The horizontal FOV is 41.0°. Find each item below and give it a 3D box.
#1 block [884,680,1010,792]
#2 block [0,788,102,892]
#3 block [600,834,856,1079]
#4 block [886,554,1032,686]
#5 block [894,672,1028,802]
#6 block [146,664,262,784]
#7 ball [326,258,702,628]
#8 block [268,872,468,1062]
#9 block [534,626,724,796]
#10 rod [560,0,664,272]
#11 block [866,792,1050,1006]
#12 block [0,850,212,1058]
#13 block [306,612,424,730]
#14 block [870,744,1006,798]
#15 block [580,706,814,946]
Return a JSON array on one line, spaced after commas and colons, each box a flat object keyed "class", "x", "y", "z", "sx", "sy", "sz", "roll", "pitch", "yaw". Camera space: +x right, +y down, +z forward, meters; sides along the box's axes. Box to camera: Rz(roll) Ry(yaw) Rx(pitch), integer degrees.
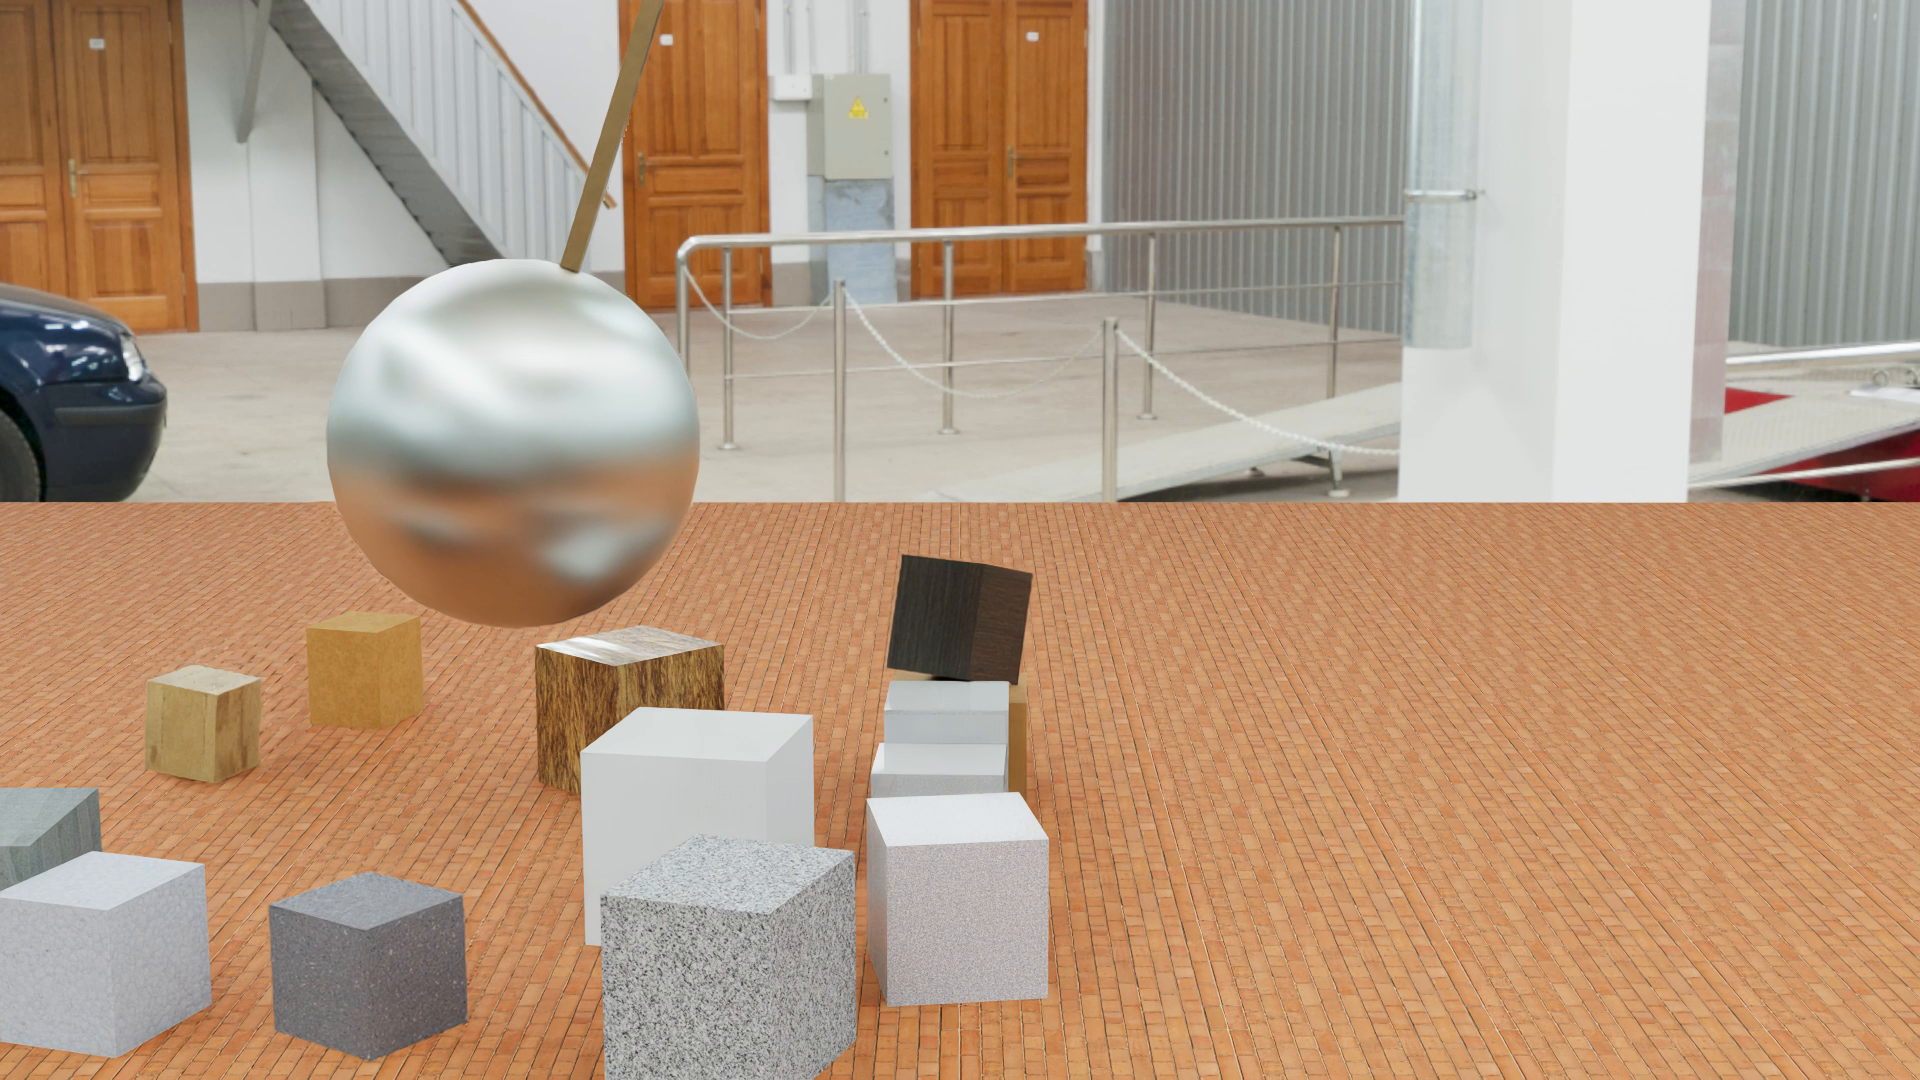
[{"class": "block", "x": -0.057, "y": 1.039, "z": 12.084, "sx": 0.571, "sy": 0.632, "sz": 0.575, "roll": 0, "pitch": 10, "yaw": 1}, {"class": "block", "x": -3.845, "y": 1.397, "z": 10.044, "sx": 0.721, "sy": 0.657, "sz": 0.801, "roll": 0, "pitch": 10, "yaw": 0}, {"class": "block", "x": -0.809, "y": 1.530, "z": 9.130, "sx": 0.634, "sy": 0.724, "sz": 0.762, "roll": 4, "pitch": 11, "yaw": 20}, {"class": "block", "x": 0.001, "y": 0.395, "z": 12.607, "sx": 0.472, "sy": 0.560, "sz": 0.473, "roll": 6, "pitch": -3, "yaw": 32}, {"class": "block", "x": -0.002, "y": 0.983, "z": 12.695, "sx": 0.662, "sy": 0.524, "sz": 0.650, "roll": 0, "pitch": 10, "yaw": 1}, {"class": "block", "x": -3.841, "y": 0.932, "z": 13.031, "sx": 0.413, "sy": 0.466, "sz": 0.379, "roll": 9, "pitch": 13, "yaw": 18}, {"class": "ball", "x": -1.924, "y": -0.416, "z": 11.105, "sx": 1.600, "sy": 1.600, "sz": 1.600, "roll": 0, "pitch": 10, "yaw": 0}, {"class": "block", "x": -2.195, "y": 1.573, "z": 9.533, "sx": 0.511, "sy": 0.494, "sz": 0.485, "roll": 7, "pitch": 12, "yaw": 34}, {"class": "block", "x": -1.648, "y": 0.867, "z": 12.841, "sx": 0.642, "sy": 0.700, "sz": 0.684, "roll": 10, "pitch": 14, "yaw": 44}, {"class": "rod", "x": -0.834, "y": -3.585, "z": 10.529, "sx": 0.080, "sy": 5.200, "sz": 0.080, "roll": 18, "pitch": 10, "yaw": -3}, {"class": "block", "x": -0.019, "y": 1.400, "z": 10.087, "sx": 0.622, "sy": 0.635, "sz": 0.657, "roll": -2, "pitch": 10, "yaw": -9}, {"class": "block", "x": -3.192, "y": 1.534, "z": 9.567, "sx": 0.507, "sy": 0.558, "sz": 0.580, "roll": 4, "pitch": 11, "yaw": 19}, {"class": "block", "x": -3.276, "y": 0.714, "z": 14.139, "sx": 0.438, "sy": 0.538, "sz": 0.463, "roll": 3, "pitch": 11, "yaw": 17}, {"class": "block", "x": -0.089, "y": 1.215, "z": 11.551, "sx": 0.582, "sy": 0.476, "sz": 0.528, "roll": 0, "pitch": 10, "yaw": 2}, {"class": "block", "x": -1.077, "y": 1.199, "z": 10.699, "sx": 0.772, "sy": 0.812, "sz": 0.767, "roll": 2, "pitch": 10, "yaw": 11}]
